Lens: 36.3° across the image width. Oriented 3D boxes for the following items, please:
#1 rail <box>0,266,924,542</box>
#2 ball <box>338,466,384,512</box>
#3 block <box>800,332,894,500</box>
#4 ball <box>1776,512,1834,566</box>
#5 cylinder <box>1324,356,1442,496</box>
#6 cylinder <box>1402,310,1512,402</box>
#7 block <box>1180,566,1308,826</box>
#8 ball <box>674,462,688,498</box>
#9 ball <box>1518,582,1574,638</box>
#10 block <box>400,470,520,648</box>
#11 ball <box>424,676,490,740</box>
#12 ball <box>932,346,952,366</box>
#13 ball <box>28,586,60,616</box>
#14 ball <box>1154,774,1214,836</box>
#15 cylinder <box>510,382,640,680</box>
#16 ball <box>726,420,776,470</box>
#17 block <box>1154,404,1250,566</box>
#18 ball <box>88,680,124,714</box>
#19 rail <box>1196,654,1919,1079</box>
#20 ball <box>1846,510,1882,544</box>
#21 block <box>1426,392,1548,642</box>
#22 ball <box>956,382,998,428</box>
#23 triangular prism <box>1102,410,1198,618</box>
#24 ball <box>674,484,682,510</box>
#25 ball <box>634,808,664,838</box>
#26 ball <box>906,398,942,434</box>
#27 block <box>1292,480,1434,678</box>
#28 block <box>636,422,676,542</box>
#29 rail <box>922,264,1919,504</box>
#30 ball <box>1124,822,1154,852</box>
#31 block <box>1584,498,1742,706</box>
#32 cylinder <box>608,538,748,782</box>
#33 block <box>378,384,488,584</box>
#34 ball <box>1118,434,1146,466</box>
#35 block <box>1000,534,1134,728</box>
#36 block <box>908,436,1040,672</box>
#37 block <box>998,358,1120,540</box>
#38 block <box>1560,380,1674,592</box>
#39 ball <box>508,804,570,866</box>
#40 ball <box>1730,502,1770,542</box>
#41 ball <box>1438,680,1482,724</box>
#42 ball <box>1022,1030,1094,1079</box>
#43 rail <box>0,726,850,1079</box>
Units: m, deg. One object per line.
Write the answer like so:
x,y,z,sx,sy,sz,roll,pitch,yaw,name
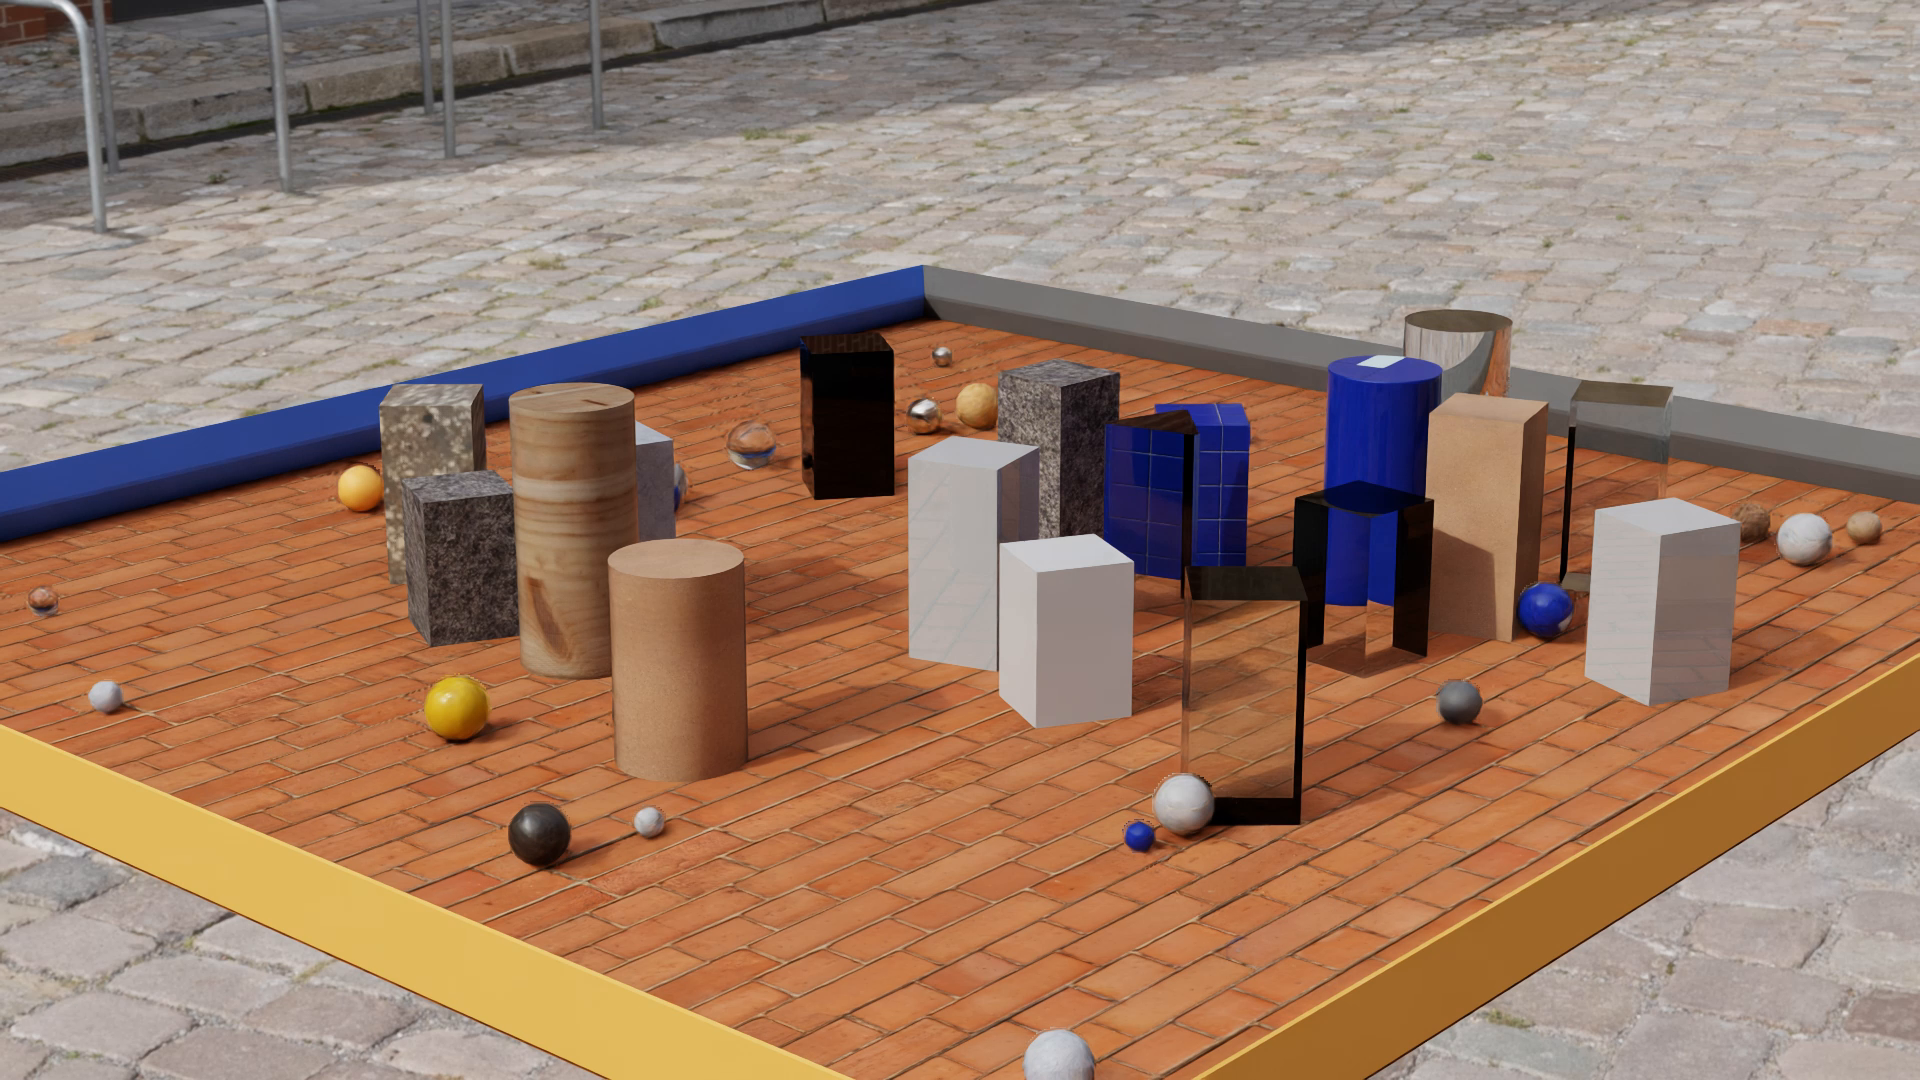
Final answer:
-1.156,-0.257,6.081,0.045,0.129,3.302,14,22,39,rail
-1.150,-0.099,5.631,0.088,0.088,0.088,0,17,0,ball
-0.222,-0.244,5.760,0.159,0.291,0.159,-3,17,-11,block
1.524,-0.001,5.287,0.098,0.098,0.098,0,17,0,ball
0.741,-0.113,5.160,0.199,0.387,0.199,0,17,0,cylinder
0.924,-0.217,5.490,0.199,0.395,0.199,0,17,0,cylinder
0.400,0.219,4.152,0.159,0.332,0.159,0,17,1,block
-0.569,-0.110,5.672,0.086,0.086,0.086,0,17,0,ball
0.977,0.117,4.888,0.092,0.092,0.092,0,17,0,ball
-0.836,0.029,4.928,0.159,0.249,0.159,-7,18,-22,block
-0.762,0.255,4.439,0.097,0.097,0.097,0,17,0,ball
-0.041,-0.424,6.780,0.048,0.048,0.048,0,17,0,ball
-1.569,0.105,5.016,0.052,0.052,0.052,0,17,0,ball
0.312,0.368,4.071,0.084,0.084,0.084,0,17,0,ball
-0.619,-0.015,4.738,0.199,0.443,0.199,0,17,0,cylinder
-0.421,-0.192,5.920,0.099,0.099,0.099,0,17,0,ball
0.433,-0.094,5.296,0.159,0.272,0.159,0,17,0,block
-1.328,0.244,4.558,0.051,0.051,0.051,0,17,0,ball
1.156,0.322,4.158,0.045,0.129,3.302,14,22,39,rail
1.673,-0.023,5.424,0.063,0.063,0.063,0,17,0,ball
0.882,-0.040,4.936,0.159,0.376,0.159,8,18,24,block
0.039,-0.285,6.232,0.098,0.098,0.098,0,17,0,ball
0.356,-0.051,5.063,0.172,0.325,0.149,9,19,26,triangular prism
-0.568,-0.080,5.594,0.072,0.072,0.072,0,17,0,ball
-0.432,0.393,4.078,0.042,0.042,0.042,0,17,0,ball
-0.075,-0.261,6.190,0.076,0.076,0.076,0,17,0,ball
0.654,0.062,4.782,0.159,0.269,0.159,-15,22,-40,block
-0.591,-0.026,4.995,0.159,0.315,0.159,-10,19,-29,block
1.067,-0.322,6.296,3.110,0.129,0.045,14,22,39,rail
0.247,0.408,4.030,0.041,0.041,0.041,0,17,0,ball
1.113,0.096,4.652,0.159,0.279,0.159,-8,19,-25,block
-0.415,0.176,4.331,0.199,0.312,0.199,0,17,0,cylinder
-0.933,-0.101,5.225,0.159,0.325,0.159,0,17,-1,block
0.346,-0.182,5.946,0.065,0.065,0.065,0,17,0,ball
0.164,0.140,4.556,0.159,0.251,0.159,-6,18,-19,block
0.023,0.020,4.800,0.159,0.339,0.159,8,19,25,block
0.183,-0.163,5.462,0.159,0.307,0.159,16,23,43,block
1.157,-0.092,5.167,0.159,0.342,0.159,6,18,18,block
-0.571,0.400,3.981,0.084,0.084,0.084,0,17,0,ball
1.464,-0.033,5.436,0.074,0.074,0.074,0,17,0,ball
0.768,0.250,4.507,0.068,0.068,0.068,0,17,0,ball
0.112,0.597,3.330,0.082,0.082,0.082,0,17,0,ball
-1.067,0.387,3.943,3.110,0.129,0.045,14,22,39,rail
